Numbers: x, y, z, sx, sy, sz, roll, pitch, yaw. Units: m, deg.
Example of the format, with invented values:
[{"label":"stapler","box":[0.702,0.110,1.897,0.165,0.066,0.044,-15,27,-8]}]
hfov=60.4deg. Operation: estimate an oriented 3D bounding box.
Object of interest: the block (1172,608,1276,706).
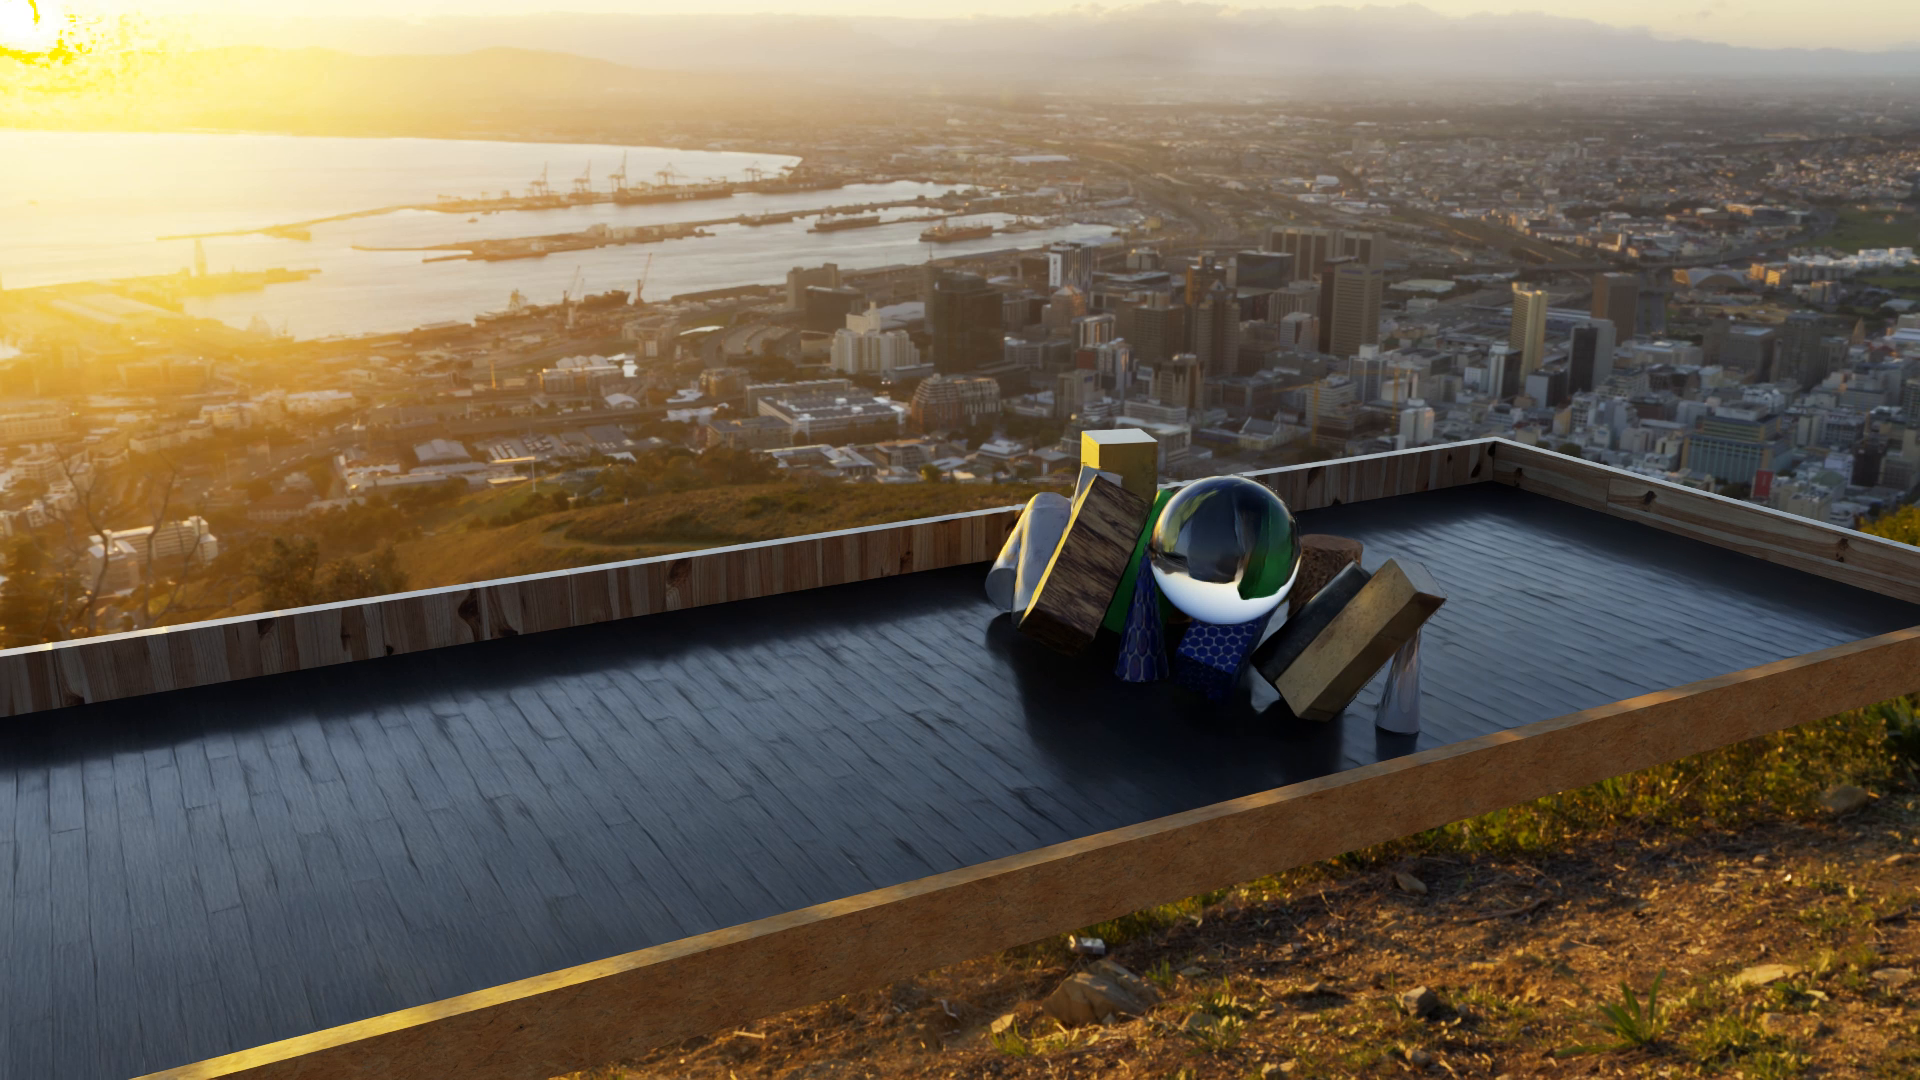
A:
[{"label":"block","box":[0.655,0.219,4.037,0.142,0.142,0.320,22,57,18]}]

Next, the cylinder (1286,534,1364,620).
[{"label":"cylinder","box":[0.904,0.174,4.125,0.164,0.347,0.164,3,13,-1]}]

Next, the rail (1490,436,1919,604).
[{"label":"rail","box":[2.466,-0.048,5.253,0.050,0.150,2.100,-9,18,-27]}]

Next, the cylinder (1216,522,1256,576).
[{"label":"cylinder","box":[0.729,0.121,4.353,0.105,0.323,0.105,-1,10,0]}]

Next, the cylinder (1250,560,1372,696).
[{"label":"cylinder","box":[0.874,0.221,3.976,0.153,0.339,0.153,41,15,-13]}]

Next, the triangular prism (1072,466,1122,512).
[{"label":"triangular prism","box":[0.342,-0.004,4.673,0.122,0.394,0.106,15,-3,-11]}]

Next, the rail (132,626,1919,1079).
[{"label":"rail","box":[-2.336,1.006,1.665,12.000,0.150,0.050,-9,18,-27]}]

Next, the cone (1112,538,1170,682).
[{"label":"cone","box":[0.463,0.165,4.155,0.144,0.357,0.144,1,16,0]}]

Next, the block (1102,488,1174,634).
[{"label":"block","box":[0.521,0.072,4.355,0.151,0.380,0.151,23,10,3]}]

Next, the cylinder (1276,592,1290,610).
[{"label":"cylinder","box":[0.730,0.184,4.216,0.407,0.103,0.103,-40,33,-20]}]

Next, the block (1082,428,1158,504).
[{"label":"block","box":[0.464,-0.088,4.861,0.176,0.447,0.176,-3,17,-11]}]

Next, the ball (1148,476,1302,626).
[{"label":"ball","box":[0.622,0.024,3.875,0.354,0.354,0.354,0,16,0]}]

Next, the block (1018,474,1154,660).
[{"label":"block","box":[0.327,0.070,4.301,0.170,0.170,0.428,28,63,-1]}]

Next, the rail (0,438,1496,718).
[{"label":"rail","box":[-3.305,0.497,3.399,12.000,0.150,0.050,-9,18,-27]}]

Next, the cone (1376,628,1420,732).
[{"label":"cone","box":[1.039,0.244,3.817,0.103,0.393,0.103,4,15,-1]}]

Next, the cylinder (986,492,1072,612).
[{"label":"cylinder","box":[0.208,0.029,4.781,0.149,0.149,0.405,6,36,20]}]

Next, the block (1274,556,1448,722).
[{"label":"block","box":[0.917,0.234,3.793,0.111,0.421,0.111,13,36,-38]}]

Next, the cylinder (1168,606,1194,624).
[{"label":"cylinder","box":[0.598,0.051,4.573,0.114,0.344,0.114,0,16,0]}]

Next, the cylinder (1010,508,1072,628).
[{"label":"cylinder","box":[0.241,0.085,4.466,0.171,0.304,0.171,7,-27,4]}]
